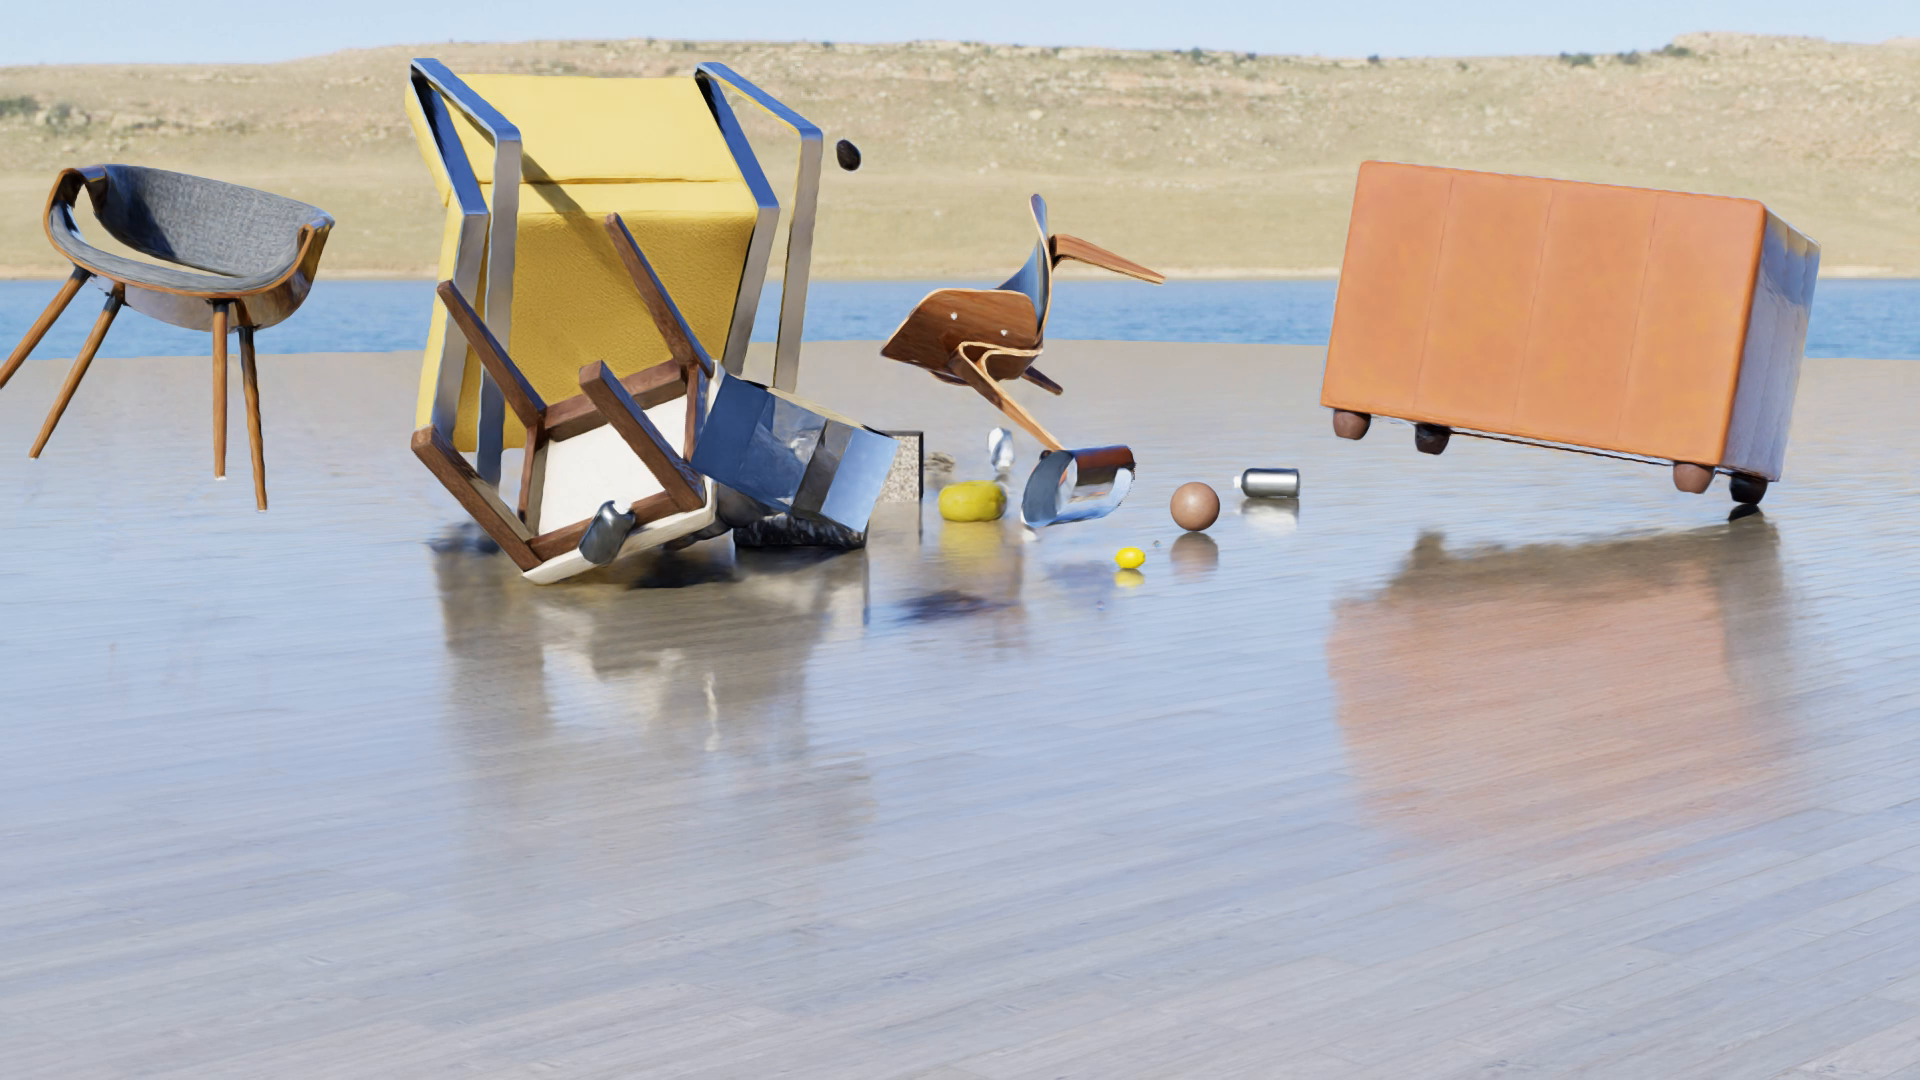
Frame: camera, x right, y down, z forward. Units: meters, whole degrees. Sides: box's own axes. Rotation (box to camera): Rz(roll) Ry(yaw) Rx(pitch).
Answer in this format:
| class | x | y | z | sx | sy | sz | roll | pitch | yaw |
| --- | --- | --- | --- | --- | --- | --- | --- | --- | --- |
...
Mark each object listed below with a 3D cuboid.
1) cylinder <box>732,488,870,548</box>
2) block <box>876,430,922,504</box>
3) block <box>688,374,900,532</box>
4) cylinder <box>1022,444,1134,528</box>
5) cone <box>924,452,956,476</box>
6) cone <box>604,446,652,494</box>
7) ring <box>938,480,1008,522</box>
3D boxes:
| class | x | y | z | sx | sy | sz | roll | pitch | yaw |
| --- | --- | --- | --- | --- | --- | --- | --- | --- | --- |
| cylinder | -0.386 | -0.110 | 6.273 | 0.316 | 0.263 | 0.171 | 0 | -22 | 4 |
| block | -0.265 | -0.218 | 7.580 | 0.298 | 0.194 | 0.274 | 0 | 6 | 2 |
| block | -0.292 | -0.152 | 4.544 | 0.232 | 0.178 | 0.249 | 25 | 5 | 29 |
| cylinder | 0.289 | -0.133 | 6.258 | 0.122 | 0.214 | 0.269 | 41 | 26 | 24 |
| cone | -0.070 | -0.237 | 8.520 | 0.106 | 0.082 | 0.111 | 3 | -15 | -4 |
| cone | -1.042 | -0.183 | 7.835 | 0.152 | 0.173 | 0.130 | -9 | -23 | -39 |
| ring | 0.035 | -0.104 | 6.938 | 0.170 | 0.101 | 0.226 | 3 | 8 | 35 |
